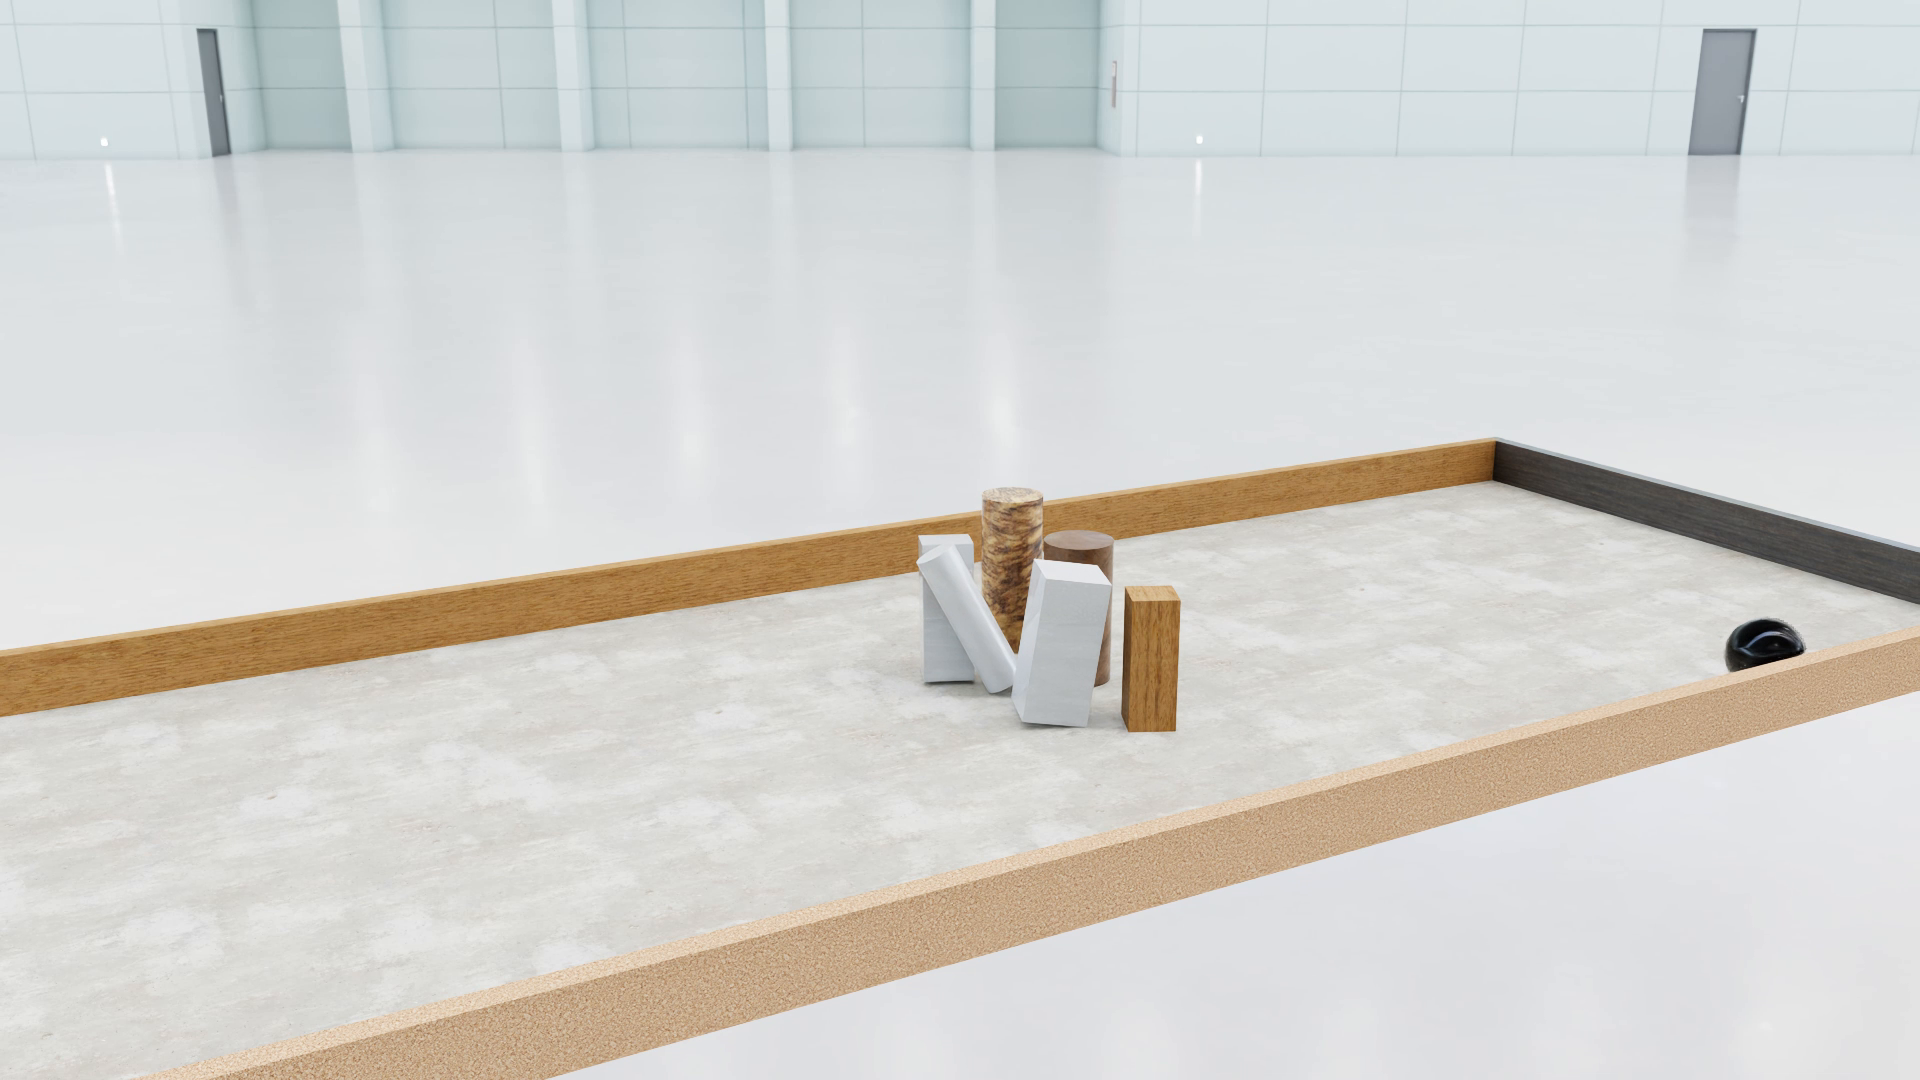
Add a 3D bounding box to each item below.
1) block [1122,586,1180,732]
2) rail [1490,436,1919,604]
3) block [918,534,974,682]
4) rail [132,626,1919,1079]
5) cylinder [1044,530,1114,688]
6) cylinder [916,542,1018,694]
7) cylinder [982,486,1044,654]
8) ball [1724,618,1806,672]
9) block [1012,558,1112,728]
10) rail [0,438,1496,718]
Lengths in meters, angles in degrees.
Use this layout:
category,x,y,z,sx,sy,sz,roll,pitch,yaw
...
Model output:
category,x,y,z,sx,sy,sz,roll,pitch,yaw
block,0.444,0.277,3.844,0.111,0.321,0.111,-1,16,-3
rail,2.466,-0.048,5.253,0.050,0.150,2.100,-9,18,-27
block,-0.034,0.169,4.145,0.127,0.347,0.127,-2,11,-6
rail,-2.336,1.006,1.665,12.000,0.150,0.050,-9,18,-27
cylinder,0.294,0.172,4.130,0.174,0.360,0.174,0,16,0
cylinder,0.027,0.191,4.038,0.102,0.373,0.102,-27,12,7
cylinder,0.136,0.079,4.354,0.162,0.412,0.162,0,16,0
ball,1.984,0.284,4.067,0.181,0.181,0.181,0,16,0
block,0.235,0.242,3.877,0.155,0.351,0.155,6,15,-10
rail,-3.305,0.497,3.399,12.000,0.150,0.050,-9,18,-27
